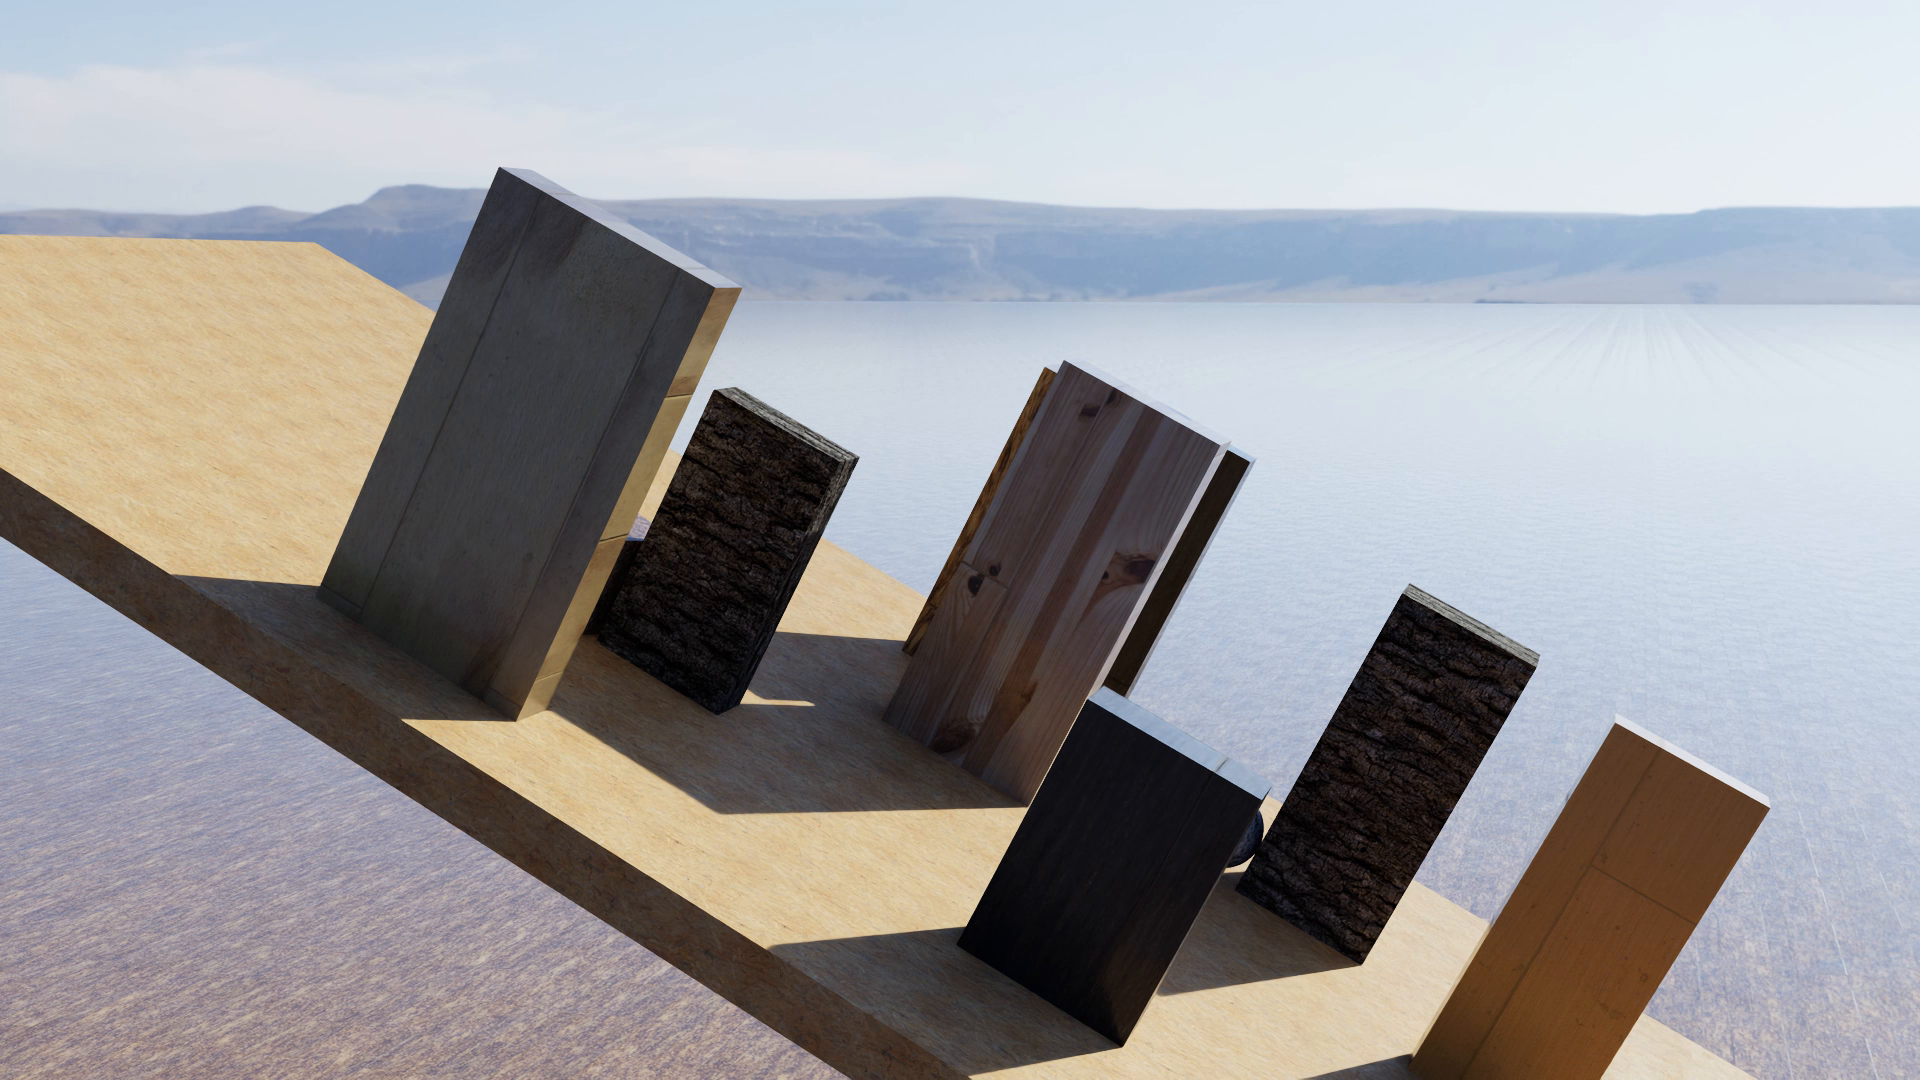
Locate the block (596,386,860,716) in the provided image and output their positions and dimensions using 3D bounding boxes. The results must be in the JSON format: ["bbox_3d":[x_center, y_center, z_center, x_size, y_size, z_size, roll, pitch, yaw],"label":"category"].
[{"bbox_3d":[-0.411,0.019,3.875,0.260,0.509,0.101,30,14,12],"label":"block"}]

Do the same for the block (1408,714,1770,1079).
[{"bbox_3d":[1.068,0.677,3.764,0.280,0.715,0.083,30,14,12],"label":"block"}]

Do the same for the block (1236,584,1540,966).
[{"bbox_3d":[0.819,0.449,4.228,0.279,0.670,0.144,30,14,12],"label":"block"}]

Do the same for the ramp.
[{"bbox_3d":[-0.230,0.384,4.152,4.000,0.100,2.000,30,14,12],"label":"ramp"}]

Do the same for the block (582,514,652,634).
[{"bbox_3d":[-0.677,0.037,3.979,0.194,0.194,0.194,34,15,26],"label":"block"}]

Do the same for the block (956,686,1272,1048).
[{"bbox_3d":[0.238,0.505,3.414,0.302,0.455,0.111,30,14,12],"label":"block"}]

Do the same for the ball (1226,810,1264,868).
[{"bbox_3d":[0.517,0.565,4.322,0.160,0.160,0.160,0,7,0],"label":"ball"}]

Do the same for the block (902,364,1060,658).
[{"bbox_3d":[0.147,-0.007,4.626,0.247,0.682,0.117,30,14,12],"label":"block"}]

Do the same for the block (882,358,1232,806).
[{"bbox_3d":[0.177,0.081,4.154,0.330,0.781,0.115,30,14,12],"label":"block"}]

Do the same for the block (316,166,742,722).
[{"bbox_3d":[-0.684,-0.148,3.449,0.399,0.762,0.105,30,14,12],"label":"block"}]

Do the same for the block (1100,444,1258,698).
[{"bbox_3d":[0.338,0.065,4.688,0.287,0.694,0.082,30,14,12],"label":"block"}]
